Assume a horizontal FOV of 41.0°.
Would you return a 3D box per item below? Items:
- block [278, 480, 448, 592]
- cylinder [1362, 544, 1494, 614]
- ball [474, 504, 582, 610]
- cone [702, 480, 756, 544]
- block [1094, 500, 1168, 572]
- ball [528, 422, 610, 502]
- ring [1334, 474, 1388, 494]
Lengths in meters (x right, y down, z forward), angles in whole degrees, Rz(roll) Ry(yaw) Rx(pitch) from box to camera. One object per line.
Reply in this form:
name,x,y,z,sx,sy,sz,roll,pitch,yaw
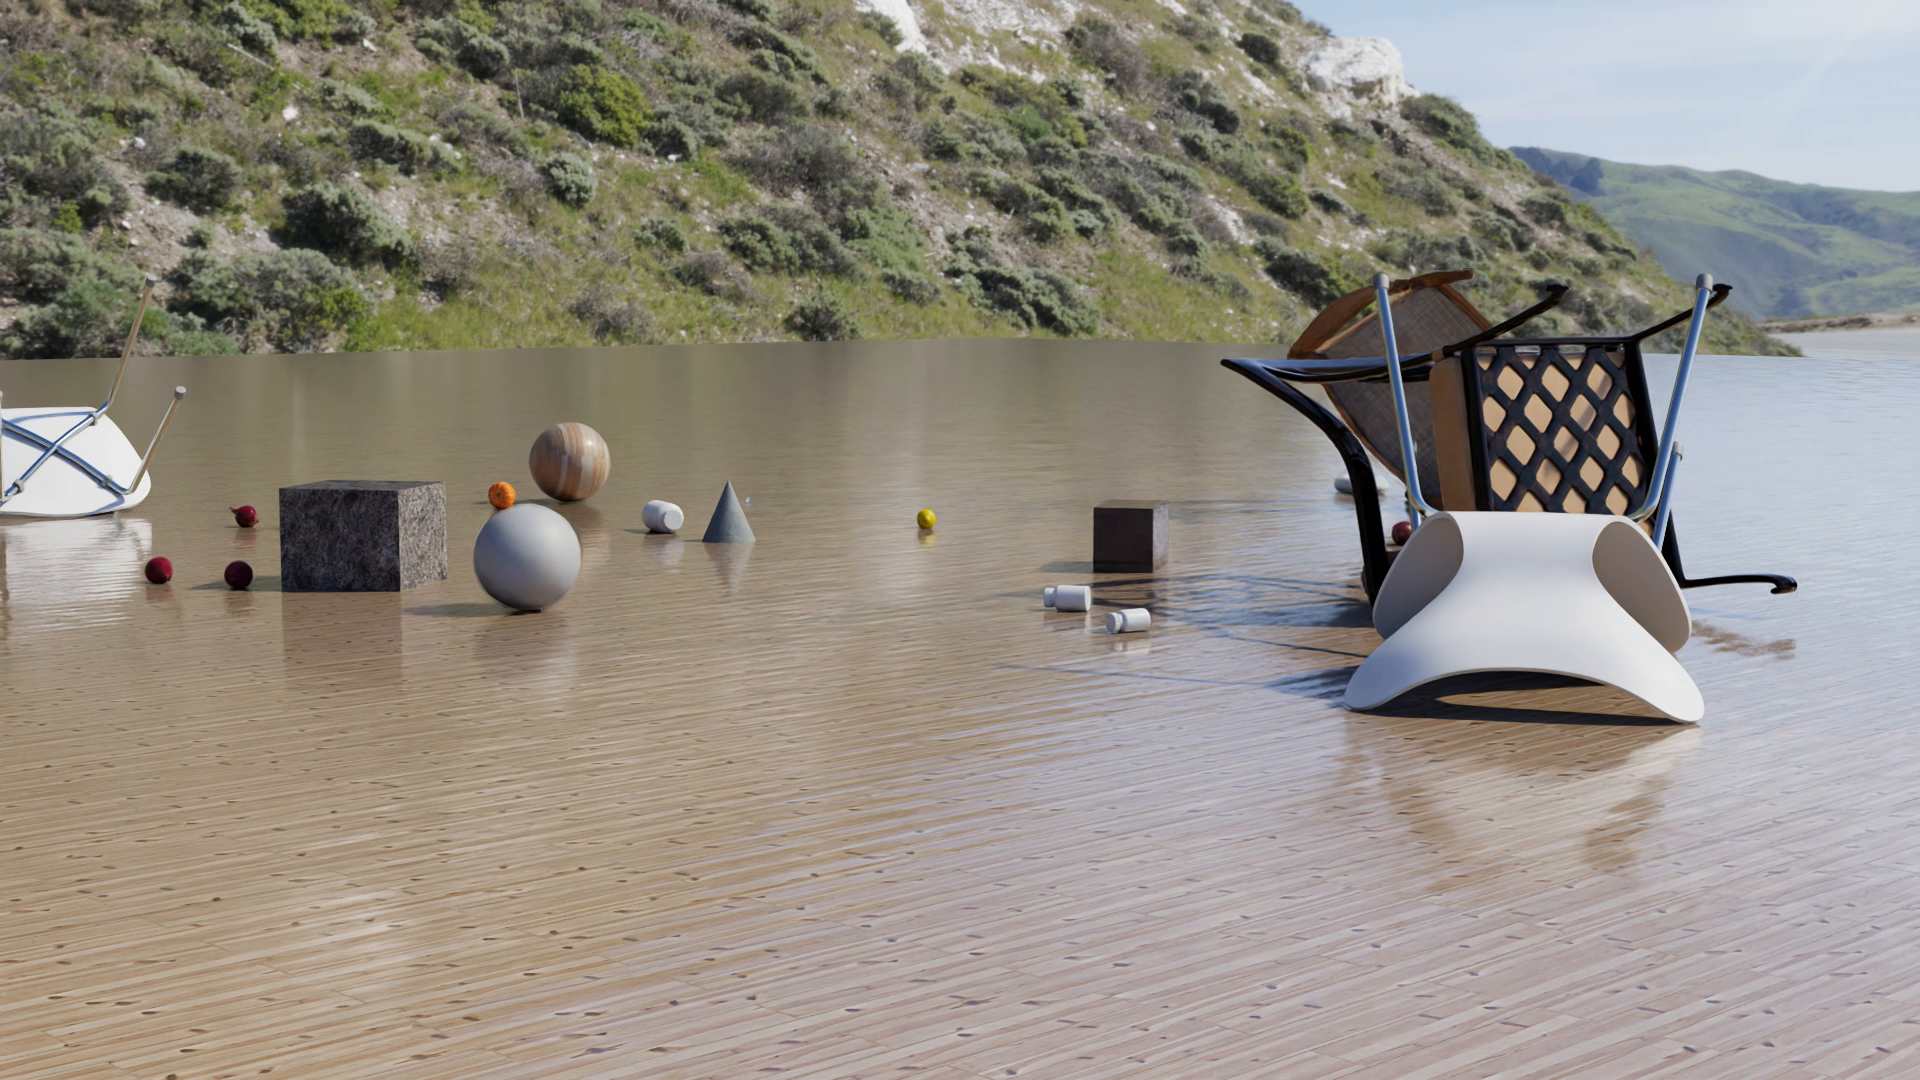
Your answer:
block,-1.275,-0.012,5.497,0.270,0.212,0.241,1,6,12
cylinder,0.924,0.076,5.076,0.180,0.122,0.186,-5,12,-40
ball,-0.854,0.033,5.065,0.210,0.210,0.210,0,6,0
cone,-0.576,-0.075,6.394,0.135,0.154,0.134,4,7,34
block,0.388,-0.011,5.814,0.135,0.143,0.218,1,6,13
ball,-1.137,-0.227,7.474,0.234,0.234,0.234,0,6,0
ring,1.222,-0.171,7.826,0.161,0.050,0.283,-1,6,-1
